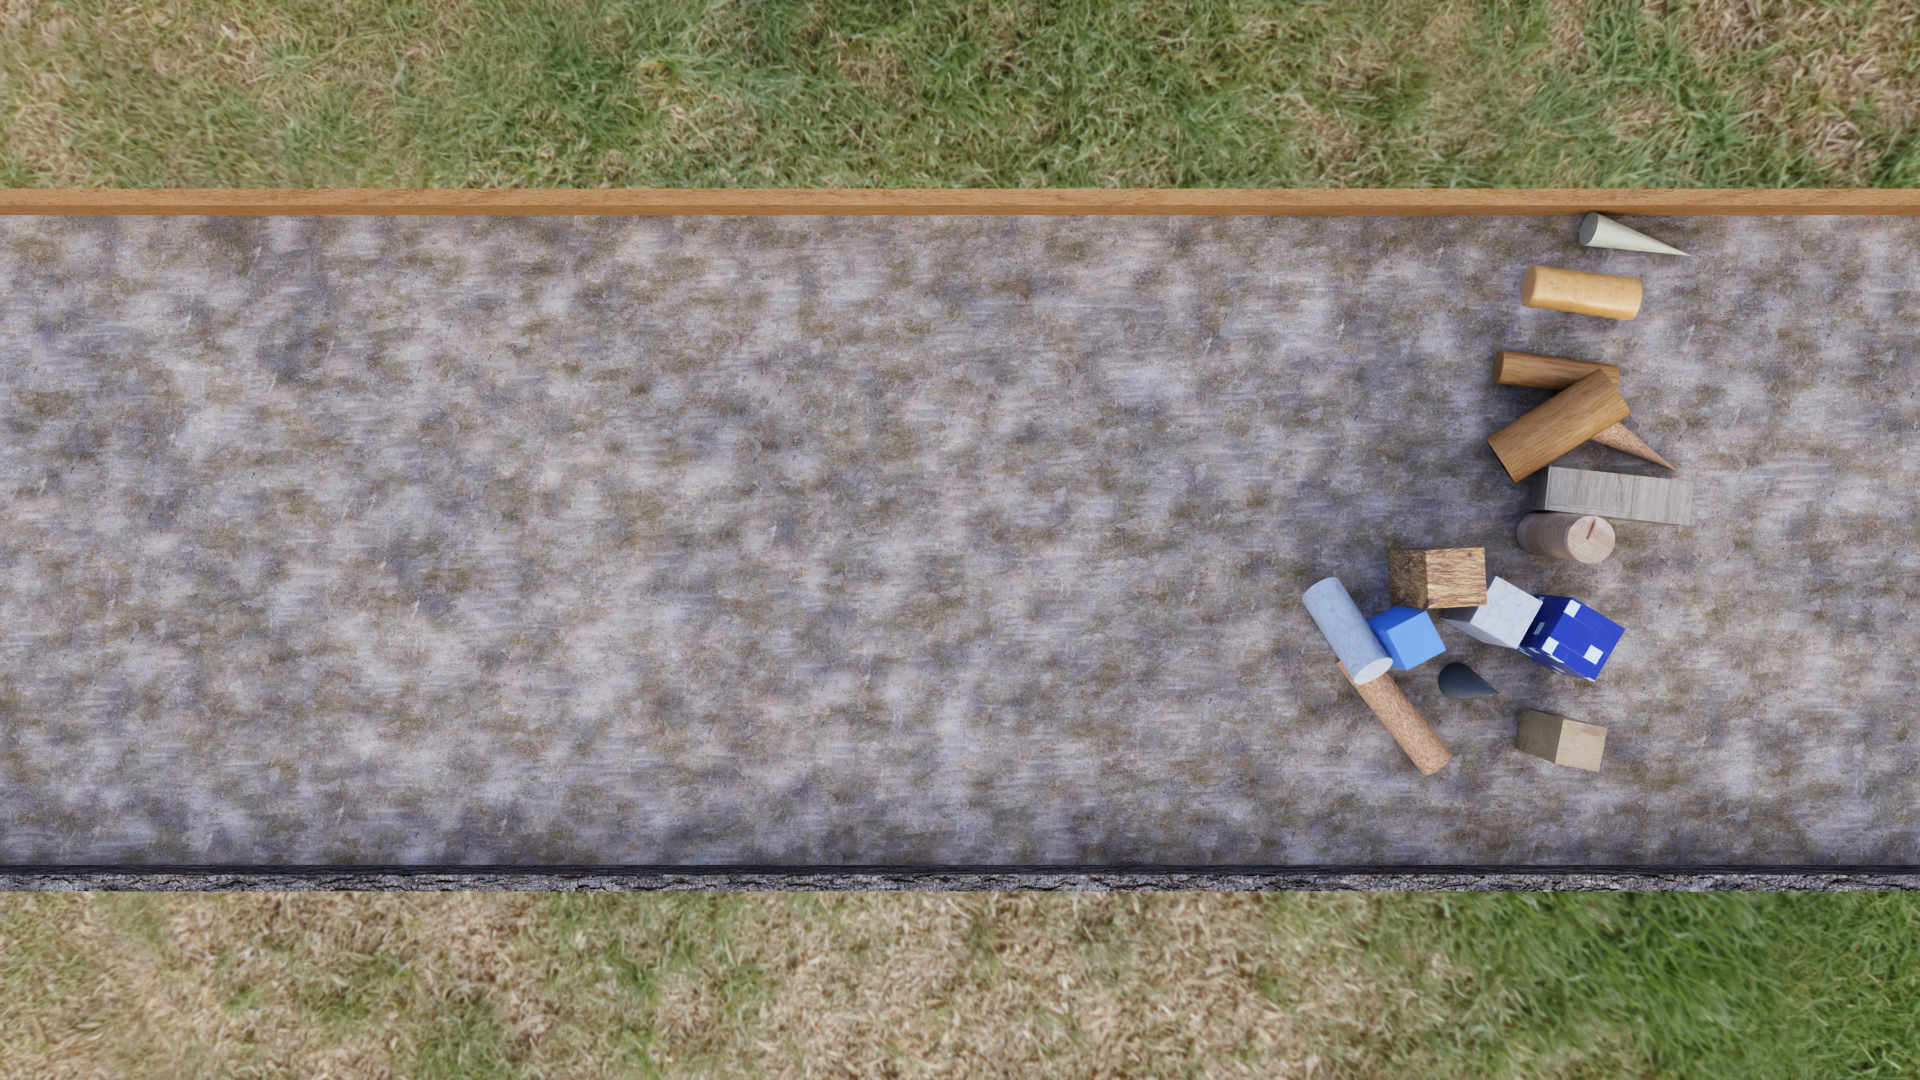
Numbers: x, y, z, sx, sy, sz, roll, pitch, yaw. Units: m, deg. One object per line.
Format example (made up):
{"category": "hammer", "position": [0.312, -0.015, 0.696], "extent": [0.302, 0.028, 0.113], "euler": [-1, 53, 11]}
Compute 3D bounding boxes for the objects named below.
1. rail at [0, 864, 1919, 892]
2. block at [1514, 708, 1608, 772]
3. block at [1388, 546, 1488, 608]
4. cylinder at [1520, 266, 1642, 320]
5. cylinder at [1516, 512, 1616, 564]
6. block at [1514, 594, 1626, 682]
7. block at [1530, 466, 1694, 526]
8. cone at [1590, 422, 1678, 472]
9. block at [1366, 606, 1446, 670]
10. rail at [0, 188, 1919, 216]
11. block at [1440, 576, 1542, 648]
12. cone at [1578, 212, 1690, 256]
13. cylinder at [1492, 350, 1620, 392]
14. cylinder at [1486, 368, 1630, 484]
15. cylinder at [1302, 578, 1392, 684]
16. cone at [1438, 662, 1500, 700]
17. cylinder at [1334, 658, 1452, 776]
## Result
{"category": "rail", "position": [-2.247, 1.025, 5.001], "extent": [12.000, 0.150, 0.050], "euler": [0, 90, 0]}
{"category": "block", "position": [1.783, 0.590, 4.905], "extent": [0.129, 0.344, 0.129], "euler": [11, 90, 0]}
{"category": "block", "position": [1.399, 0.106, 4.857], "extent": [0.164, 0.437, 0.164], "euler": [-3, 90, 1]}
{"category": "cylinder", "position": [1.888, -0.751, 5.014], "extent": [0.322, 0.125, 0.125], "euler": [8, 90, 0]}
{"category": "cylinder", "position": [1.780, -0.011, 4.865], "extent": [0.135, 0.418, 0.135], "euler": [0, 93, -1]}
{"category": "block", "position": [1.799, 0.287, 4.918], "extent": [0.177, 0.317, 0.177], "euler": [31, 90, 0]}
{"category": "block", "position": [1.977, -0.133, 5.011], "extent": [0.437, 0.131, 0.131], "euler": [6, 90, 0]}
{"category": "cone", "position": [2.066, -0.286, 5.050], "extent": [0.326, 0.106, 0.106], "euler": [28, 90, -9]}
{"category": "block", "position": [1.314, 0.289, 4.912], "extent": [0.128, 0.328, 0.128], "euler": [-27, 90, 0]}
{"category": "rail", "position": [-2.247, -1.025, 5.002], "extent": [12.000, 0.150, 0.050], "euler": [0, 90, 0]}
{"category": "block", "position": [1.581, 0.209, 4.924], "extent": [0.155, 0.305, 0.155], "euler": [29, 90, 0]}
{"category": "cone", "position": [2.085, -0.911, 5.051], "extent": [0.352, 0.105, 0.105], "euler": [12, 90, -8]}
{"category": "cylinder", "position": [1.814, -0.505, 5.025], "extent": [0.352, 0.102, 0.102], "euler": [8, 90, 0]}
{"category": "cylinder", "position": [1.790, -0.341, 4.949], "extent": [0.382, 0.164, 0.164], "euler": [-33, 90, 15]}
{"category": "cylinder", "position": [1.158, 0.270, 4.942], "extent": [0.129, 0.129, 0.306], "euler": [-27, 59, 0]}
{"category": "cone", "position": [1.529, 0.435, 4.871], "extent": [0.116, 0.412, 0.116], "euler": [0, 90, 0]}
{"category": "cylinder", "position": [1.319, 0.513, 5.024], "extent": [0.105, 0.105, 0.436], "euler": [-38, 90, 0]}
